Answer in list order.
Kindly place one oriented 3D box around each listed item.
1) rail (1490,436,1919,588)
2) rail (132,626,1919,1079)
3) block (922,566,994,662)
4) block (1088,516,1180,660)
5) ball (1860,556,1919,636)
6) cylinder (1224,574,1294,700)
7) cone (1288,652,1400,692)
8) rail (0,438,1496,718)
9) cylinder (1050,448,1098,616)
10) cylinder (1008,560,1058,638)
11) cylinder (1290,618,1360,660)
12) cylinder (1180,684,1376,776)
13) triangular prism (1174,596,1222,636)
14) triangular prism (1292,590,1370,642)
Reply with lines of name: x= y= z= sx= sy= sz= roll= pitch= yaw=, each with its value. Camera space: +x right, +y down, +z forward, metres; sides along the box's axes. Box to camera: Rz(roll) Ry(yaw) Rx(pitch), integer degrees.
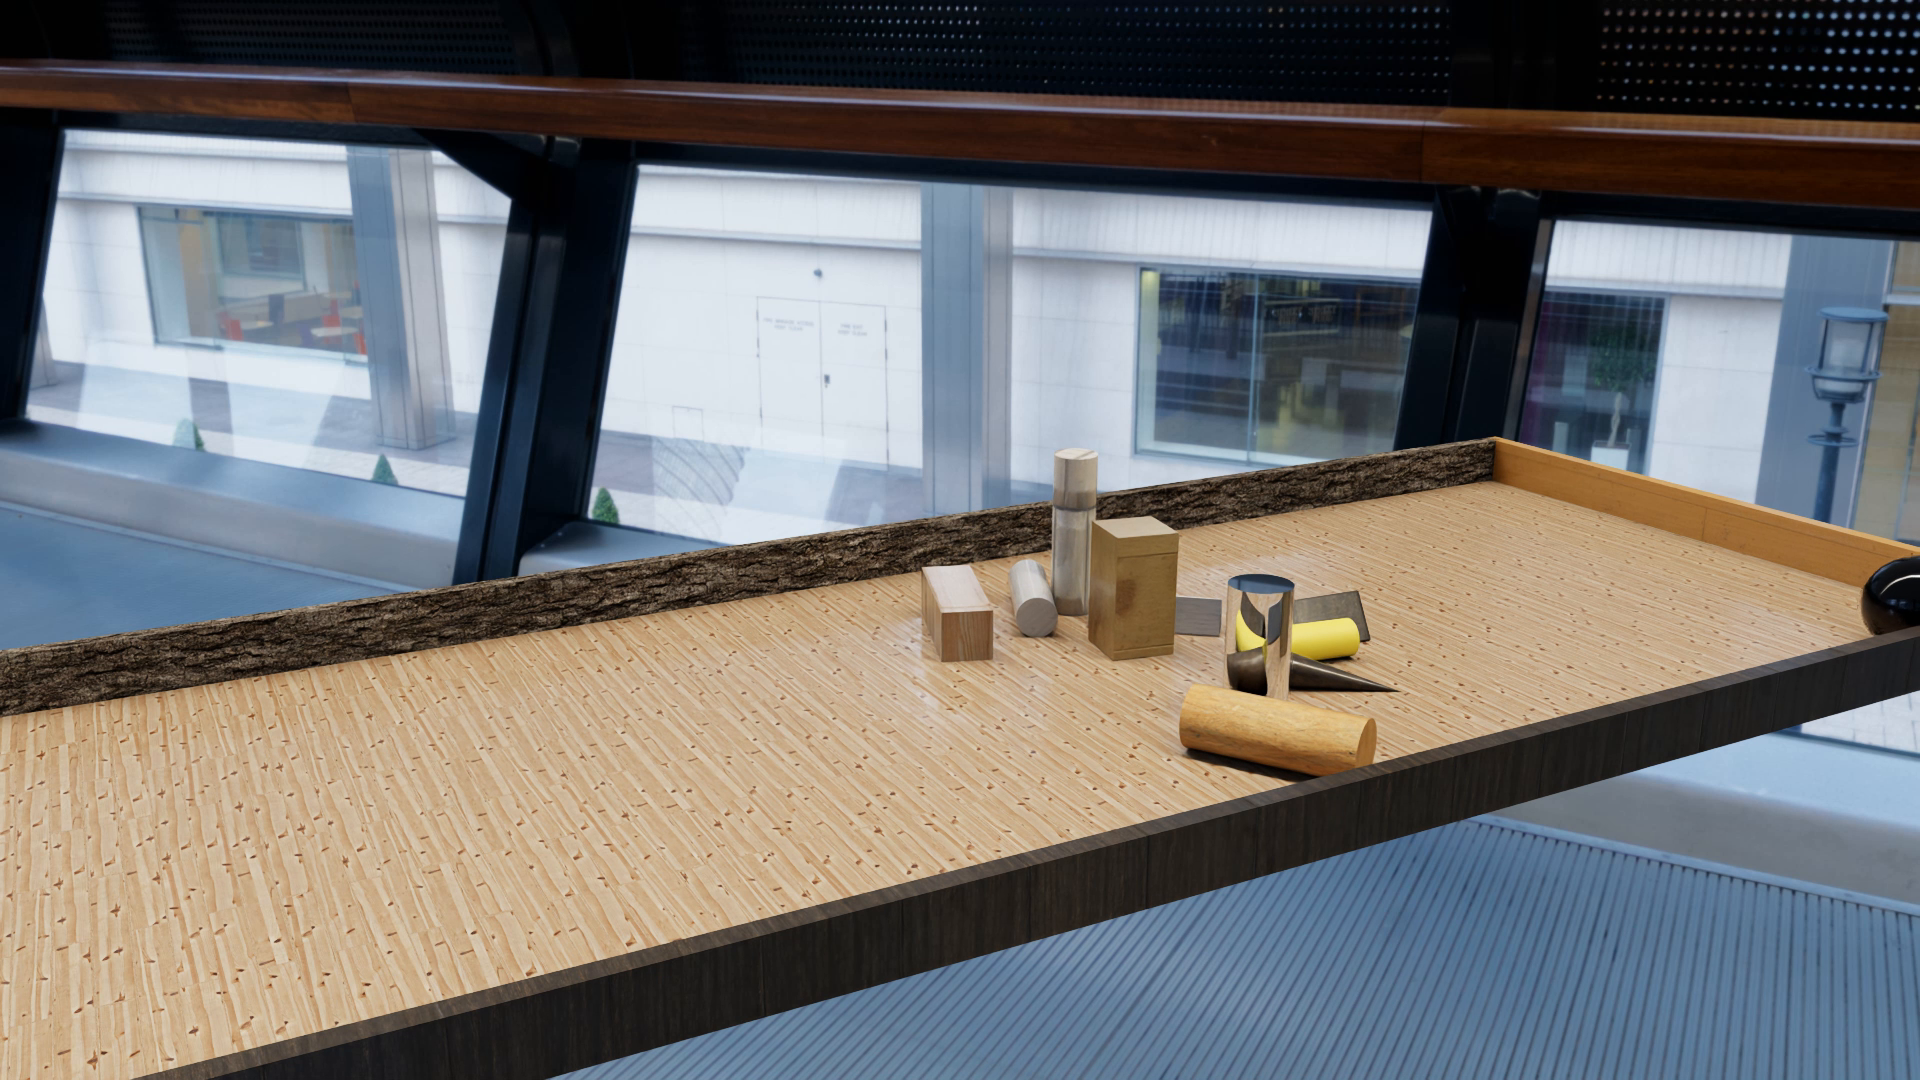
rail: x=2.466 y=-0.048 z=5.253 sx=0.050 sy=0.150 sz=2.100 roll=-9 pitch=18 yaw=-27
rail: x=-2.336 y=1.006 z=1.665 sx=12.000 sy=0.150 sz=0.050 roll=-9 pitch=18 yaw=-27
block: x=-0.011 y=0.194 z=4.454 sx=0.136 sy=0.136 sz=0.398 roll=-2 pitch=17 yaw=-8
block: x=0.454 y=0.125 z=4.339 sx=0.171 sy=0.331 sz=0.171 roll=-5 pitch=17 yaw=-18
ball: x=2.499 y=0.172 z=4.308 sx=0.260 sy=0.260 sz=0.260 roll=0 pitch=16 yaw=0
cylinder: x=0.693 y=0.265 z=3.843 sx=0.152 sy=0.343 sz=0.152 roll=0 pitch=16 yaw=0
cone: x=0.906 y=0.339 z=4.093 sx=0.387 sy=0.122 sz=0.122 roll=11 pitch=18 yaw=5
rail: x=-3.305 y=0.497 z=3.399 sx=12.000 sy=0.150 sz=0.050 roll=-9 pitch=18 yaw=-27
cylinder: x=0.318 y=-0.021 z=4.613 sx=0.122 sy=0.455 sz=0.122 roll=0 pitch=18 yaw=0
cylinder: x=0.201 y=0.160 z=4.609 sx=0.114 sy=0.114 sz=0.349 roll=-1 pitch=16 yaw=-2
cylinder: x=0.871 y=0.268 z=4.265 sx=0.312 sy=0.100 sz=0.100 roll=-6 pitch=17 yaw=-19
cylinder: x=0.699 y=0.426 z=3.641 sx=0.402 sy=0.148 sz=0.148 roll=10 pitch=19 yaw=29
triangular prism: x=0.536 y=0.193 z=4.531 sx=0.358 sy=0.090 sz=0.104 roll=4 pitch=16 yaw=12
triangular prism: x=0.909 y=0.214 z=4.402 sx=0.362 sy=0.120 sz=0.138 roll=-7 pitch=18 yaw=-23
